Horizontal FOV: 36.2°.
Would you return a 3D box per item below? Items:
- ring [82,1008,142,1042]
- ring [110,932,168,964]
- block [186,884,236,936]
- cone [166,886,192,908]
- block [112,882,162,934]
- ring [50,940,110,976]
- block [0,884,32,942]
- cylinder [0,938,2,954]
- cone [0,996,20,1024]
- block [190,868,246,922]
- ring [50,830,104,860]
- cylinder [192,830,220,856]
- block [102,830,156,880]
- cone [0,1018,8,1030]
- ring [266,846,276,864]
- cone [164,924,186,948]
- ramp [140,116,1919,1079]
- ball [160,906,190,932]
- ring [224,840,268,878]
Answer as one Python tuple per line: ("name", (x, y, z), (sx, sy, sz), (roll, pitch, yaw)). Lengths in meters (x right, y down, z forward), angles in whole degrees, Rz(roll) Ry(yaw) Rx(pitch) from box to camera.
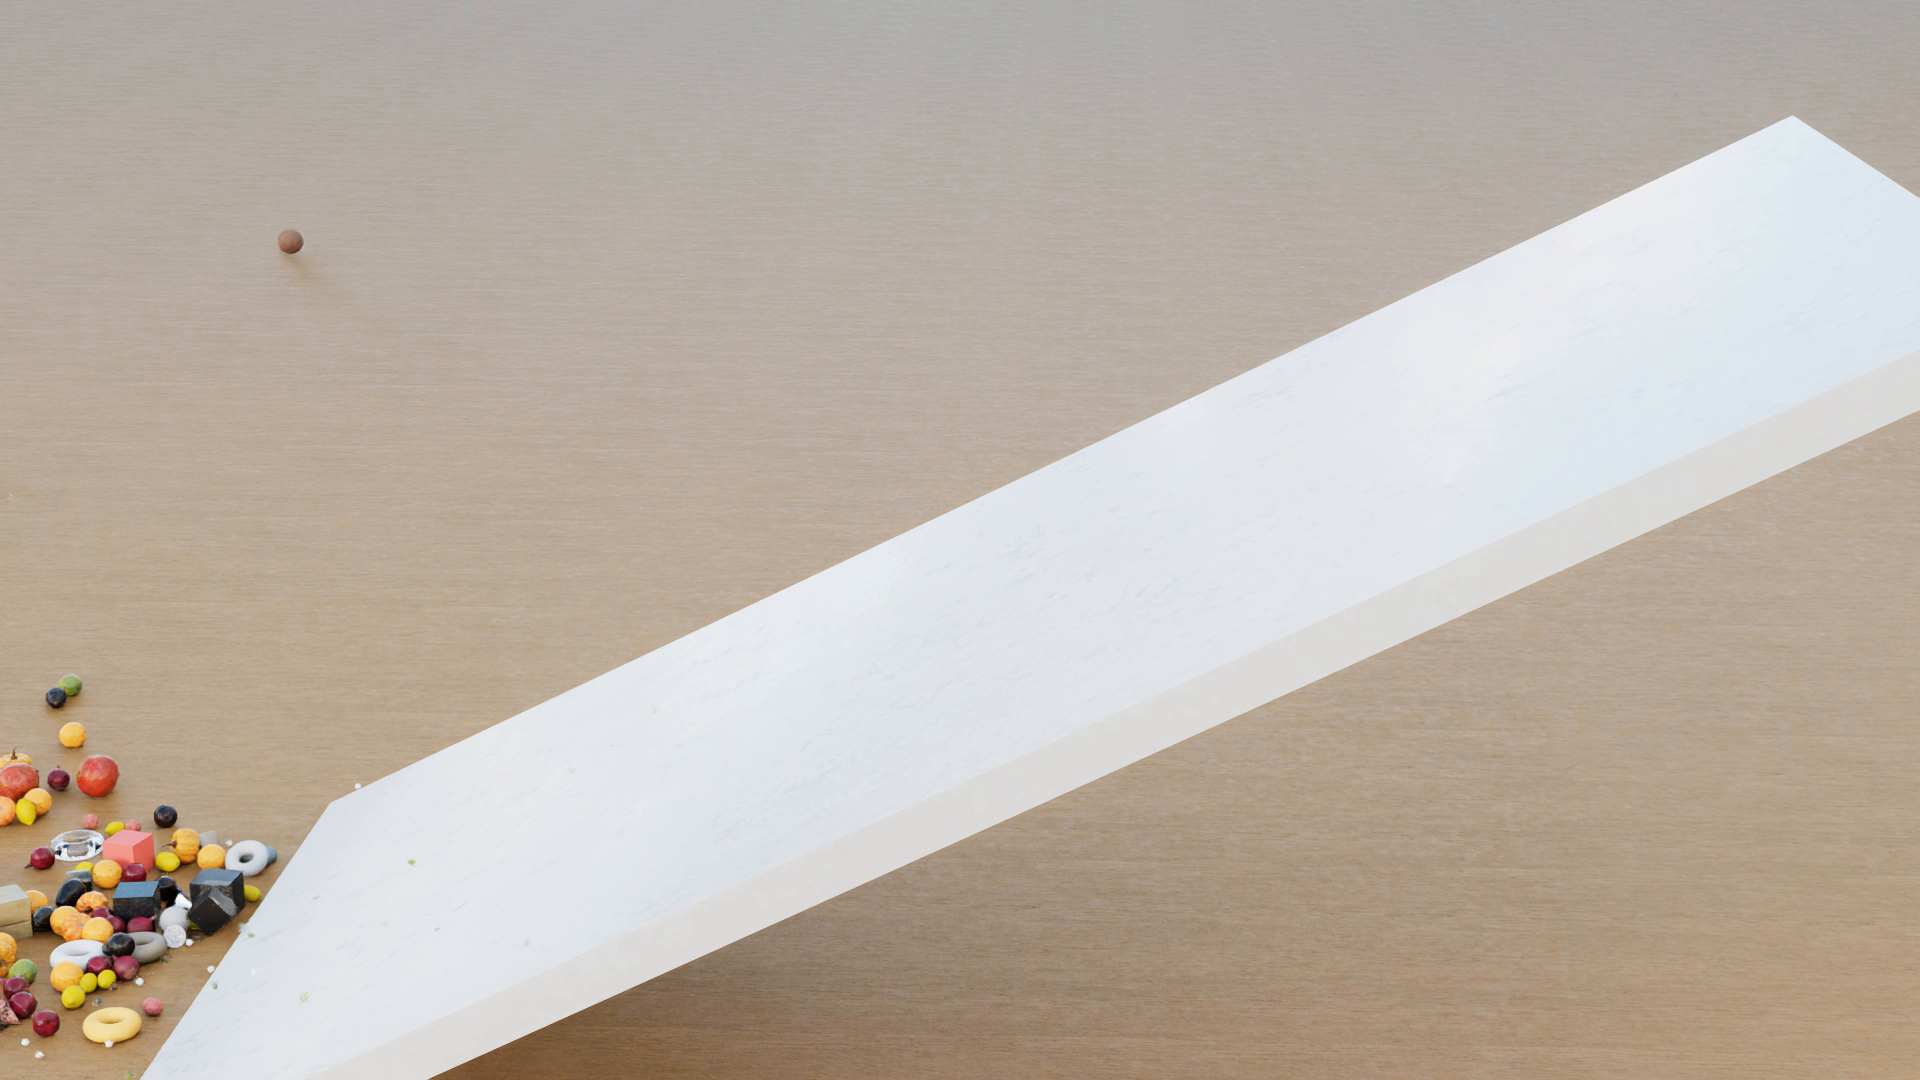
("ring", (-1.869, 1.069, 6.483), (0.126, 0.042, 0.126), (1, 17, 0))
("ring", (-1.918, 0.953, 6.871), (0.130, 0.043, 0.130), (-1, 15, 0))
("block", (-1.782, 0.883, 7.002), (0.073, 0.073, 0.073), (-42, 16, 7))
("cone", (-1.883, 0.880, 7.140), (0.067, 0.067, 0.067), (26, 15, -6))
("block", (-1.967, 0.879, 7.033), (0.093, 0.093, 0.093), (-2, 17, -5))
("ring", (-2.041, 0.968, 6.819), (0.134, 0.045, 0.134), (0, 18, 0))
("block", (-2.272, 0.890, 6.986), (0.099, 0.099, 0.099), (-11, 20, -33))
("cylinder", (-2.278, 0.938, 6.886), (0.064, 0.064, 0.064), (0, 17, 0))
("cone", (-2.112, 1.060, 6.531), (0.068, 0.068, 0.068), (28, 19, 1))
("block", (-1.792, 0.858, 7.099), (0.096, 0.096, 0.096), (2, 17, 8))
("ring", (-2.242, 0.775, 7.468), (0.137, 0.046, 0.137), (-1, 16, 0))
("cylinder", (-1.916, 0.771, 7.471), (0.052, 0.052, 0.052), (-14, 22, -40))
("block", (-2.078, 0.786, 7.356), (0.088, 0.088, 0.088), (6, 17, 18))
("cone", (-2.126, 1.071, 6.496), (0.066, 0.066, 0.066), (13, -6, 37))
("ring", (-1.769, 0.797, 7.420), (0.092, 0.031, 0.092), (-1, 17, 0))
("cone", (-1.864, 0.940, 6.949), (0.054, 0.054, 0.054), (-12, -6, -36))
("ramp", (0.139, 0.168, 6.281), (4.000, 0.100, 2.000), (-25, 14, 10))
("ball", (-1.865, 0.905, 6.984), (0.070, 0.070, 0.070), (0, 17, 0))
("ring", (-1.784, 0.797, 7.354), (0.109, 0.036, 0.109), (-3, 45, 3))
